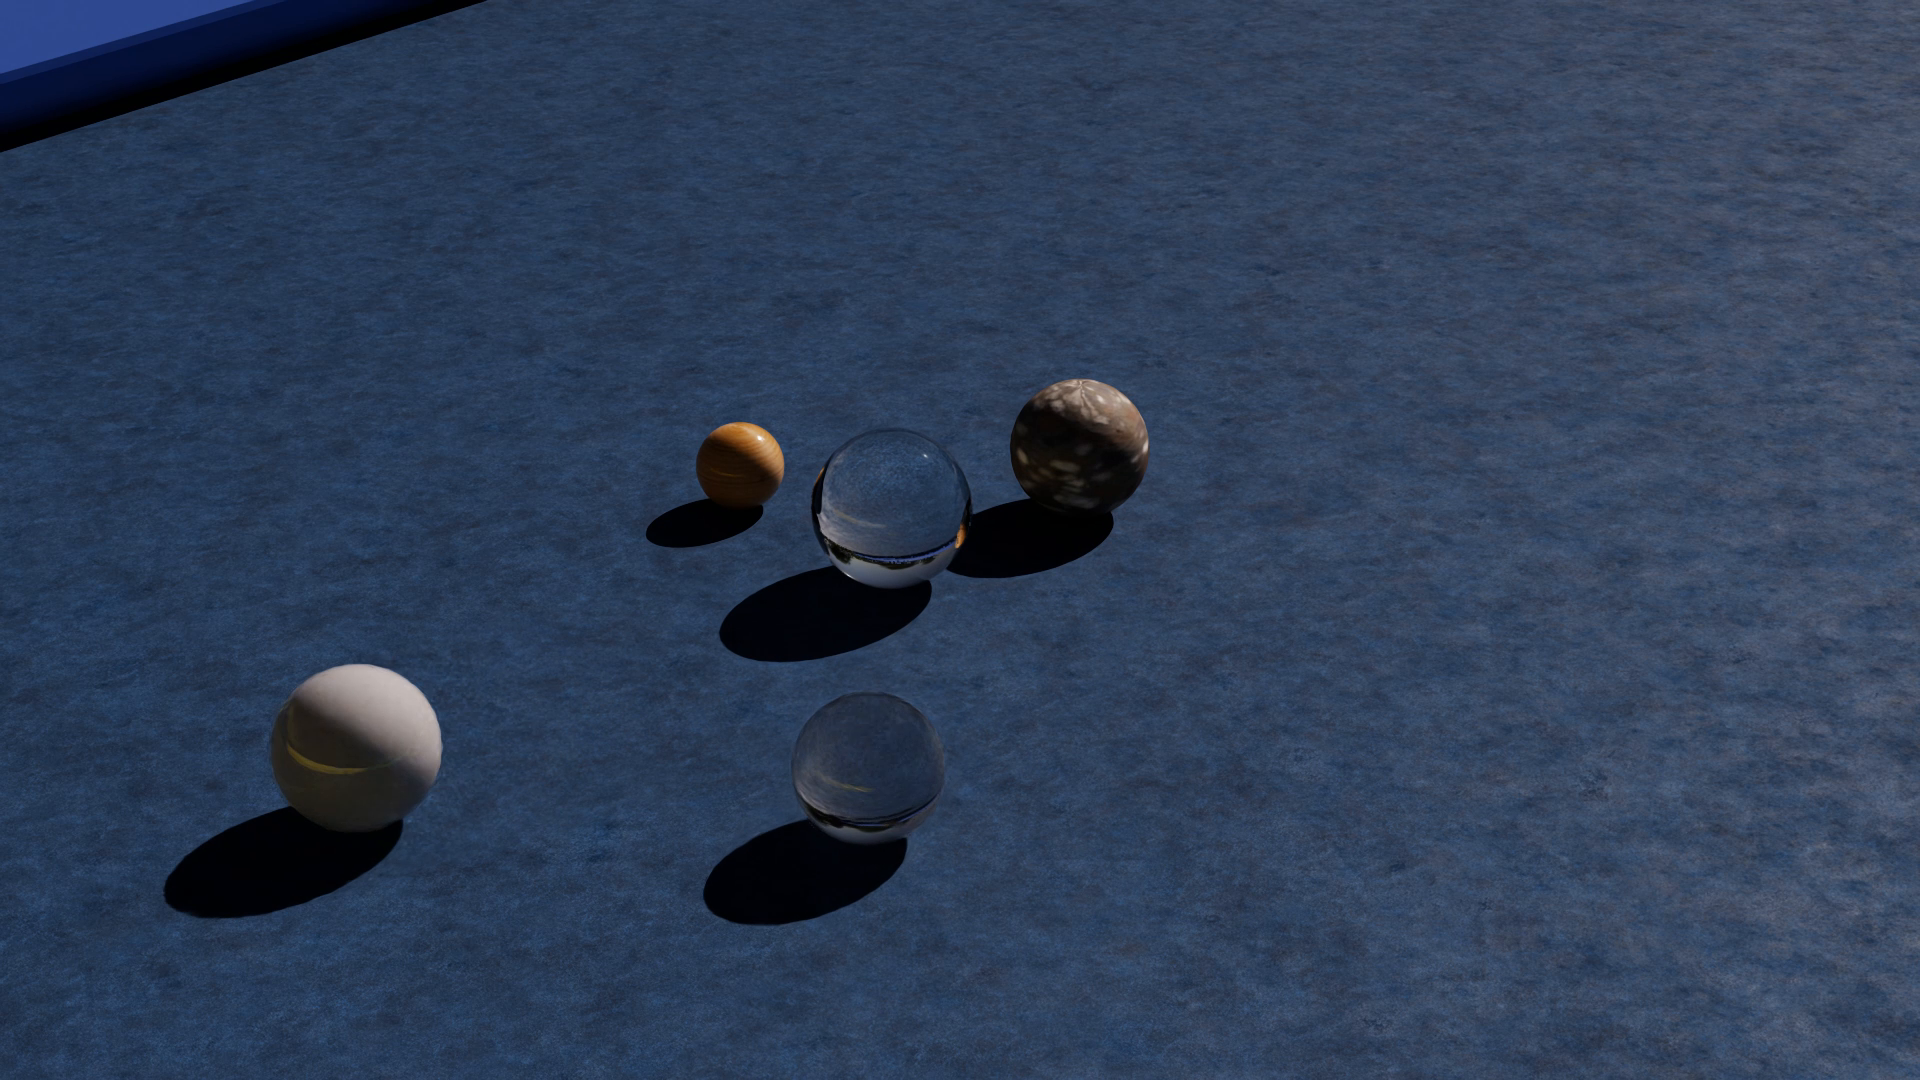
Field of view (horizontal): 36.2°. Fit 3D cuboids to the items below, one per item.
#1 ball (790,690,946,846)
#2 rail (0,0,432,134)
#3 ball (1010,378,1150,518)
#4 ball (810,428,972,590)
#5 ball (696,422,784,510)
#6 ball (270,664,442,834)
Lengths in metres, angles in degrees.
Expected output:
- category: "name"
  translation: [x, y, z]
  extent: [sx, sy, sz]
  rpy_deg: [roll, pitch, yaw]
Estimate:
- category: "ball"
  translation: [-0.046, 0.114, 1.469]
  extent: [0.078, 0.078, 0.078]
  rpy_deg: [0, 27, 0]
- category: "rail"
  translation: [-0.191, -0.722, 3.055]
  extent: [0.045, 0.122, 4.353]
  rpy_deg: [20, 33, 34]
- category: "ball"
  translation: [0.073, -0.056, 1.793]
  extent: [0.085, 0.085, 0.085]
  rpy_deg: [0, 27, 0]
- category: "ball"
  translation: [-0.040, -0.018, 1.710]
  extent: [0.094, 0.094, 0.094]
  rpy_deg: [0, 27, 0]
- category: "ball"
  translation: [-0.135, -0.045, 1.807]
  extent: [0.055, 0.055, 0.055]
  rpy_deg: [0, 27, 0]
- category: "ball"
  translation: [-0.303, 0.105, 1.479]
  extent: [0.085, 0.085, 0.085]
  rpy_deg: [0, 27, 0]
